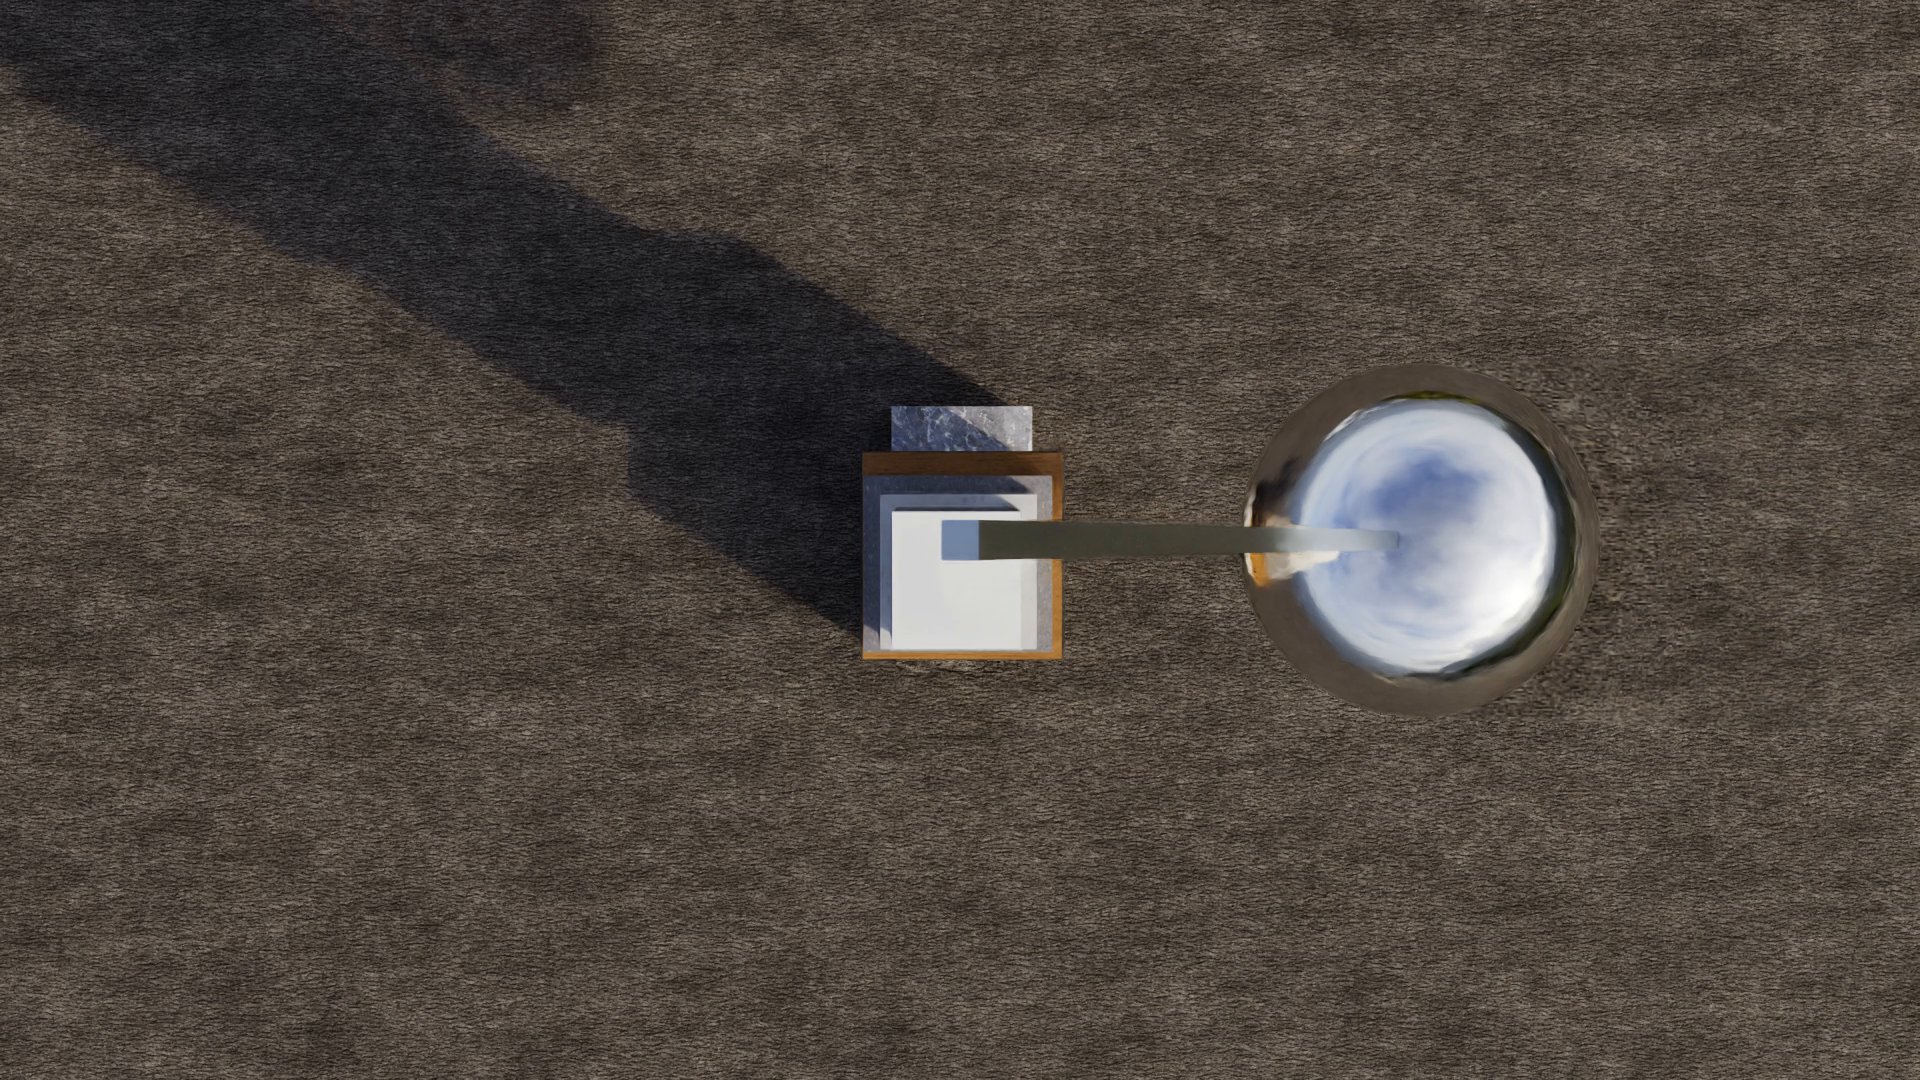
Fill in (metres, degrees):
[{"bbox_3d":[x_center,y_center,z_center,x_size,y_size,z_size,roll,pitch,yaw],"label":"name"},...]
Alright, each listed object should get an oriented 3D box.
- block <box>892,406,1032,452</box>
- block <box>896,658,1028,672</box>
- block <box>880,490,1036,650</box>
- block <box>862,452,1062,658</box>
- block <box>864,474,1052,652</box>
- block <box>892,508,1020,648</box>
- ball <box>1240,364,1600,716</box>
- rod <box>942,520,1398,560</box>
[{"bbox_3d":[0.010,-0.377,12.554,0.776,0.892,0.719,0,90,0],"label":"block"},{"bbox_3d":[0.012,0.364,12.594,0.730,0.812,0.743,0,90,0],"label":"block"},{"bbox_3d":[-0.007,0.120,9.443,0.651,0.583,0.648,0,93,0],"label":"block"},{"bbox_3d":[0.011,0.056,10.852,0.945,0.845,0.981,0,93,0],"label":"block"},{"bbox_3d":[-0.010,0.091,10.082,0.836,0.696,0.781,0,93,0],"label":"block"},{"bbox_3d":[-0.015,0.145,8.877,0.502,0.550,0.539,0,93,0],"label":"block"},{"bbox_3d":[2.074,0.000,9.989,1.600,1.600,1.600,0,90,0],"label":"ball"},{"bbox_3d":[0.899,0.000,6.798,0.080,5.200,0.080,0,90,20],"label":"rod"}]
